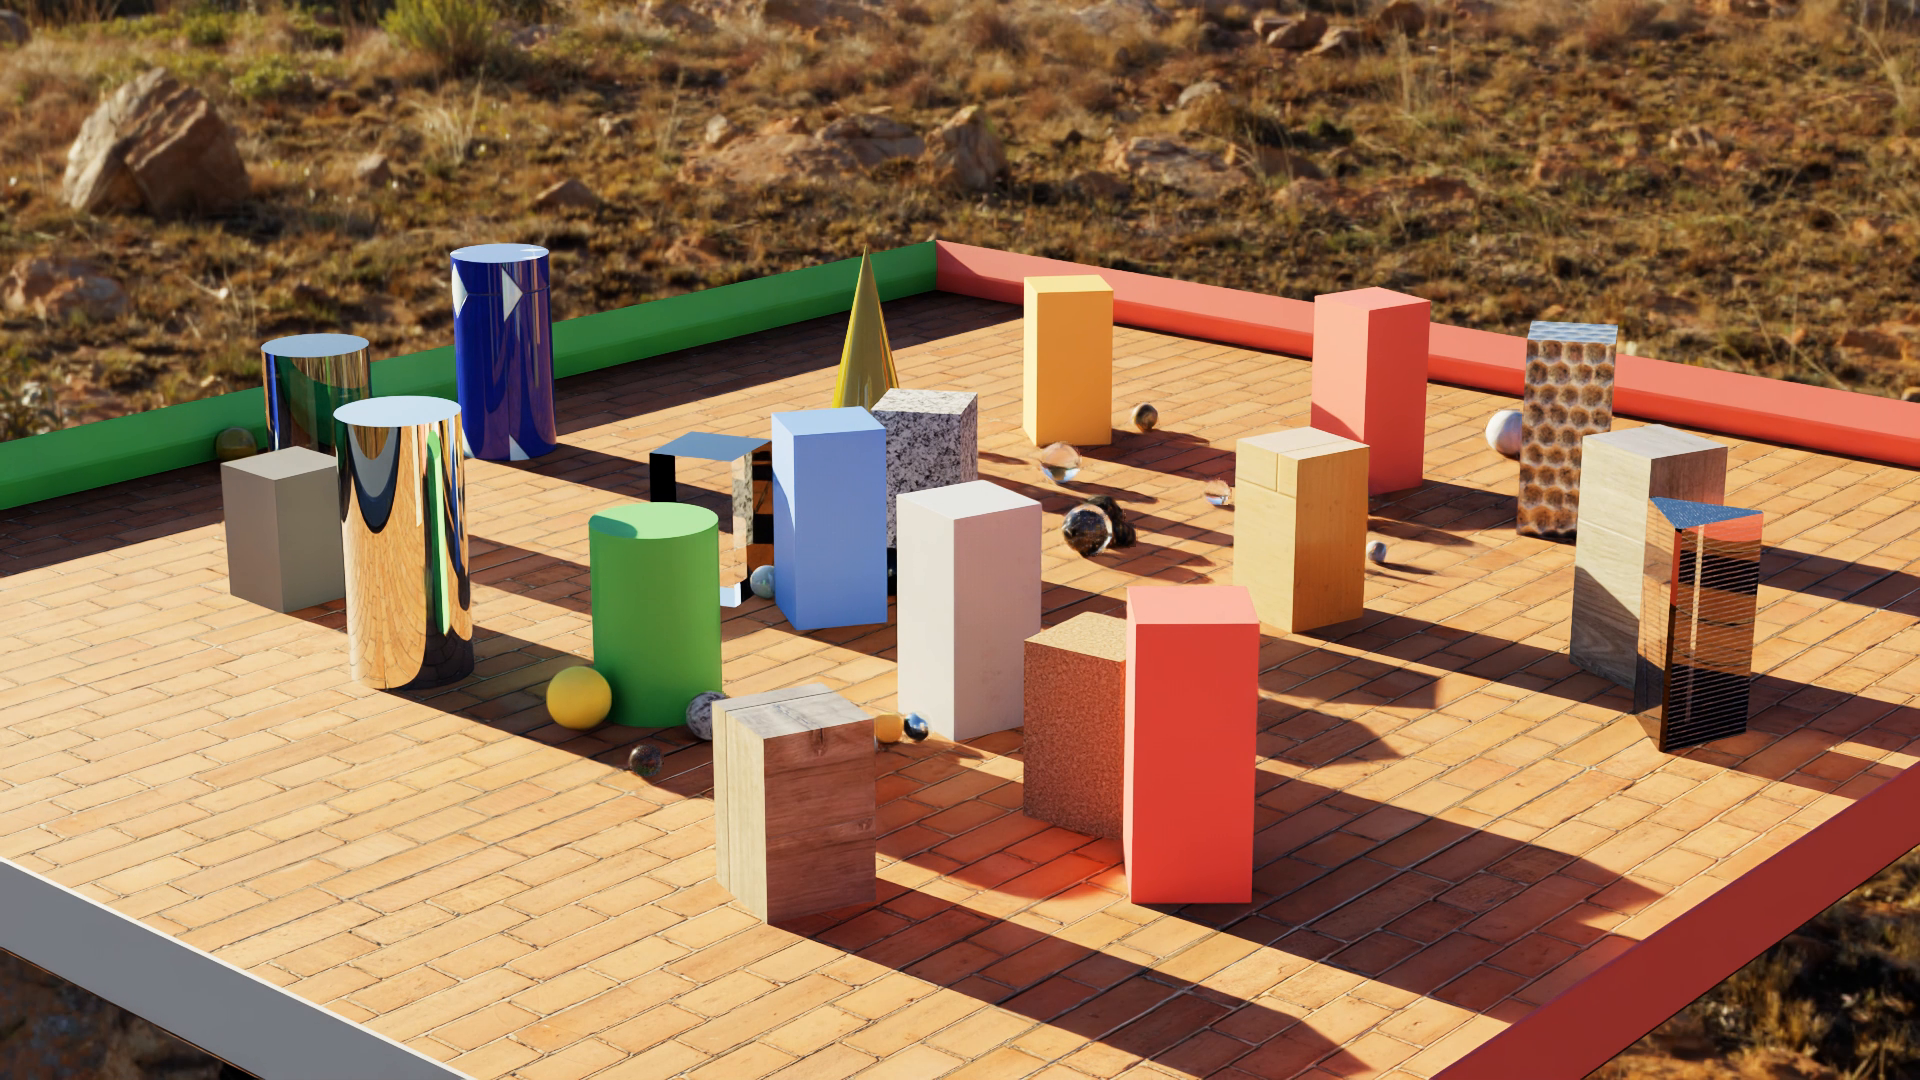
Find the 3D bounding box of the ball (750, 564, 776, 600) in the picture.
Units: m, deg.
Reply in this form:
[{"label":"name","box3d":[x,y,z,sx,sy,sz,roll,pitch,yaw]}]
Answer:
[{"label":"ball","box3d":[-0.336,0.073,5.108,0.059,0.059,0.059,0,17,0]}]

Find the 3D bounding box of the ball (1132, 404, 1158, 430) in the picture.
[{"label":"ball","box3d":[0.392,-0.262,6.223,0.057,0.057,0.057,0,17,0]}]

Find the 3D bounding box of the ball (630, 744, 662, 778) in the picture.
[{"label":"ball","box3d":[-0.461,0.324,4.298,0.048,0.048,0.048,0,17,0]}]

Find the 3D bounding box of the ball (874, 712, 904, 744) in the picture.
[{"label":"ball","box3d":[-0.109,0.284,4.431,0.047,0.047,0.047,0,17,0]}]

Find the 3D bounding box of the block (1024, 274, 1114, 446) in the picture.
[{"label":"block","box3d":[0.225,-0.376,6.135,0.159,0.327,0.159,-2,17,-8]}]

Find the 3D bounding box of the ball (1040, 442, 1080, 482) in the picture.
[{"label":"ball","box3d":[0.199,-0.153,5.826,0.079,0.079,0.079,0,17,0]}]

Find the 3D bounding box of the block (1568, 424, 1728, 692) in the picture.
[{"label":"block","box3d":[1.103,0.026,4.705,0.159,0.382,0.159,-9,19,-28]}]

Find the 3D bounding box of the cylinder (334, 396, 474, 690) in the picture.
[{"label":"cylinder","box3d":[-0.888,0.004,4.691,0.199,0.433,0.199,0,17,0]}]

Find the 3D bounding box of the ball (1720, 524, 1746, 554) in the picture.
[{"label":"ball","box3d":[1.411,-0.002,5.366,0.055,0.055,0.055,0,17,0]}]

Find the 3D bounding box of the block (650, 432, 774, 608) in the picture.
[{"label":"block","box3d":[-0.432,-0.038,5.130,0.159,0.260,0.159,7,18,21]}]

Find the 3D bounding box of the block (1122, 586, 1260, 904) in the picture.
[{"label":"block","box3d":[0.304,0.270,3.886,0.159,0.388,0.159,0,17,-1]}]

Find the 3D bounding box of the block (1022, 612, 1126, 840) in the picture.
[{"label":"block","box3d":[0.200,0.260,4.136,0.159,0.263,0.159,12,20,34]}]

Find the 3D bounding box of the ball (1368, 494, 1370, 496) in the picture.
[{"label":"ball","box3d":[0.732,-0.086,5.579,0.092,0.092,0.092,0,17,0]}]

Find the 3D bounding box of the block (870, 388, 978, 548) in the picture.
[{"label":"block","box3d":[-0.062,-0.090,5.198,0.159,0.321,0.159,3,17,11]}]

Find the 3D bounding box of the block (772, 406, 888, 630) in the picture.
[{"label":"block","box3d":[-0.222,-0.038,4.992,0.159,0.340,0.159,-5,17,-16]}]

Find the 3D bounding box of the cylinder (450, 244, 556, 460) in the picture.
[{"label":"cylinder","box3d":[-0.937,-0.387,6.026,0.199,0.412,0.199,0,17,0]}]

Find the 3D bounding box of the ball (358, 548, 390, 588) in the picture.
[{"label":"ball","box3d":[-1.039,0.049,5.167,0.070,0.070,0.070,0,17,0]}]

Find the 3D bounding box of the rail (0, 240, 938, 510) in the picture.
[{"label":"rail","box3d":[-1.299,-0.293,6.200,0.045,0.129,3.824,14,22,39]}]

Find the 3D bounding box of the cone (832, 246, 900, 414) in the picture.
[{"label":"cone","box3d":[-0.187,-0.377,5.918,0.199,0.454,0.199,0,17,0]}]

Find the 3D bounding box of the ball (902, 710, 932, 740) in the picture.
[{"label":"ball","box3d":[-0.064,0.282,4.441,0.045,0.045,0.045,0,17,0]}]

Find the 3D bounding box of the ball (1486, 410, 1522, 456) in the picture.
[{"label":"ball","box3d":[1.128,-0.220,6.022,0.094,0.094,0.094,0,17,0]}]

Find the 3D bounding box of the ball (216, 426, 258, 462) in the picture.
[{"label":"ball","box3d":[-1.464,-0.189,5.940,0.082,0.082,0.082,0,17,0]}]

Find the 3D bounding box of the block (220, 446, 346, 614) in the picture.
[{"label":"block","box3d":[-1.166,-0.019,5.105,0.159,0.238,0.159,15,22,40]}]

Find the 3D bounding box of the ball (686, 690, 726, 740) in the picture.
[{"label":"ball","box3d":[-0.378,0.266,4.442,0.075,0.075,0.075,0,17,0]}]

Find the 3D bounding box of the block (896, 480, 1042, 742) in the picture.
[{"label":"block","box3d":[0.014,0.106,4.493,0.159,0.351,0.159,-11,20,-32]}]

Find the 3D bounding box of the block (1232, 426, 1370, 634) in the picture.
[{"label":"block","box3d":[0.579,-0.019,4.995,0.159,0.302,0.159,-11,20,-32]}]

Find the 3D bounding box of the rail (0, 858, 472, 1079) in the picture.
[{"label":"rail","box3d":[-1.238,0.444,3.754,3.488,0.129,0.045,14,22,39]}]

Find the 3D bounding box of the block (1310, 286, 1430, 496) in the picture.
[{"label":"block","box3d":[0.806,-0.293,5.780,0.159,0.373,0.159,-11,20,-32]}]

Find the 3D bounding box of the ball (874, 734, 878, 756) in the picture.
[{"label":"ball","box3d":[-0.150,0.304,4.346,0.057,0.057,0.057,0,17,0]}]

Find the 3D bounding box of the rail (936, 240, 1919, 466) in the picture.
[{"label":"rail","box3d":[1.238,-0.379,6.485,3.488,0.129,0.045,14,22,39]}]

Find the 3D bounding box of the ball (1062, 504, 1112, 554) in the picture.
[{"label":"ball","box3d":[0.232,-0.019,5.357,0.093,0.093,0.093,0,17,0]}]

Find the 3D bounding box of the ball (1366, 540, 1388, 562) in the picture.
[{"label":"ball","box3d":[0.754,0.021,5.313,0.040,0.040,0.040,0,17,0]}]

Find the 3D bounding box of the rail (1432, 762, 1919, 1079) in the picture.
[{"label":"rail","box3d":[1.299,0.358,4.040,0.045,0.129,3.824,14,22,39]}]

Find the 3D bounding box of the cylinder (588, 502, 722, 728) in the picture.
[{"label":"cylinder","box3d":[-0.471,0.114,4.550,0.199,0.303,0.199,0,17,0]}]

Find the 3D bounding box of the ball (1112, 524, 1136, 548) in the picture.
[{"label":"ball","box3d":[0.303,-0.008,5.405,0.044,0.044,0.044,0,17,0]}]

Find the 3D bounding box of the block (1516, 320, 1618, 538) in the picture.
[{"label":"block","box3d":[1.136,-0.206,5.488,0.159,0.375,0.159,4,17,13]}]

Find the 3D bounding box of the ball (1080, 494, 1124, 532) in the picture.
[{"label":"ball","box3d":[0.260,-0.042,5.443,0.086,0.086,0.086,0,17,0]}]

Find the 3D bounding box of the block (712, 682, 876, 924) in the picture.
[{"label":"block","box3d":[-0.219,0.344,3.866,0.159,0.256,0.159,-9,19,-27]}]

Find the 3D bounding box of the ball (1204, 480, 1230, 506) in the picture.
[{"label":"ball","box3d":[0.497,-0.092,5.675,0.049,0.049,0.049,0,17,0]}]

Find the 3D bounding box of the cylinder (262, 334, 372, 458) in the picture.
[{"label":"cylinder","box3d":[-1.209,-0.204,5.548,0.199,0.337,0.199,0,17,0]}]

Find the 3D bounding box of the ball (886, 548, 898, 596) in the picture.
[{"label":"ball","box3d":[-0.125,0.055,5.125,0.085,0.085,0.085,0,17,0]}]

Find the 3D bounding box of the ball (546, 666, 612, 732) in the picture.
[{"label":"ball","box3d":[-0.581,0.242,4.479,0.099,0.099,0.099,0,17,0]}]

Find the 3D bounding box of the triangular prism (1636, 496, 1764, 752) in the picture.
[{"label":"triangular prism","box3d":[1.088,0.120,4.449,0.172,0.350,0.149,-10,19,-29]}]
